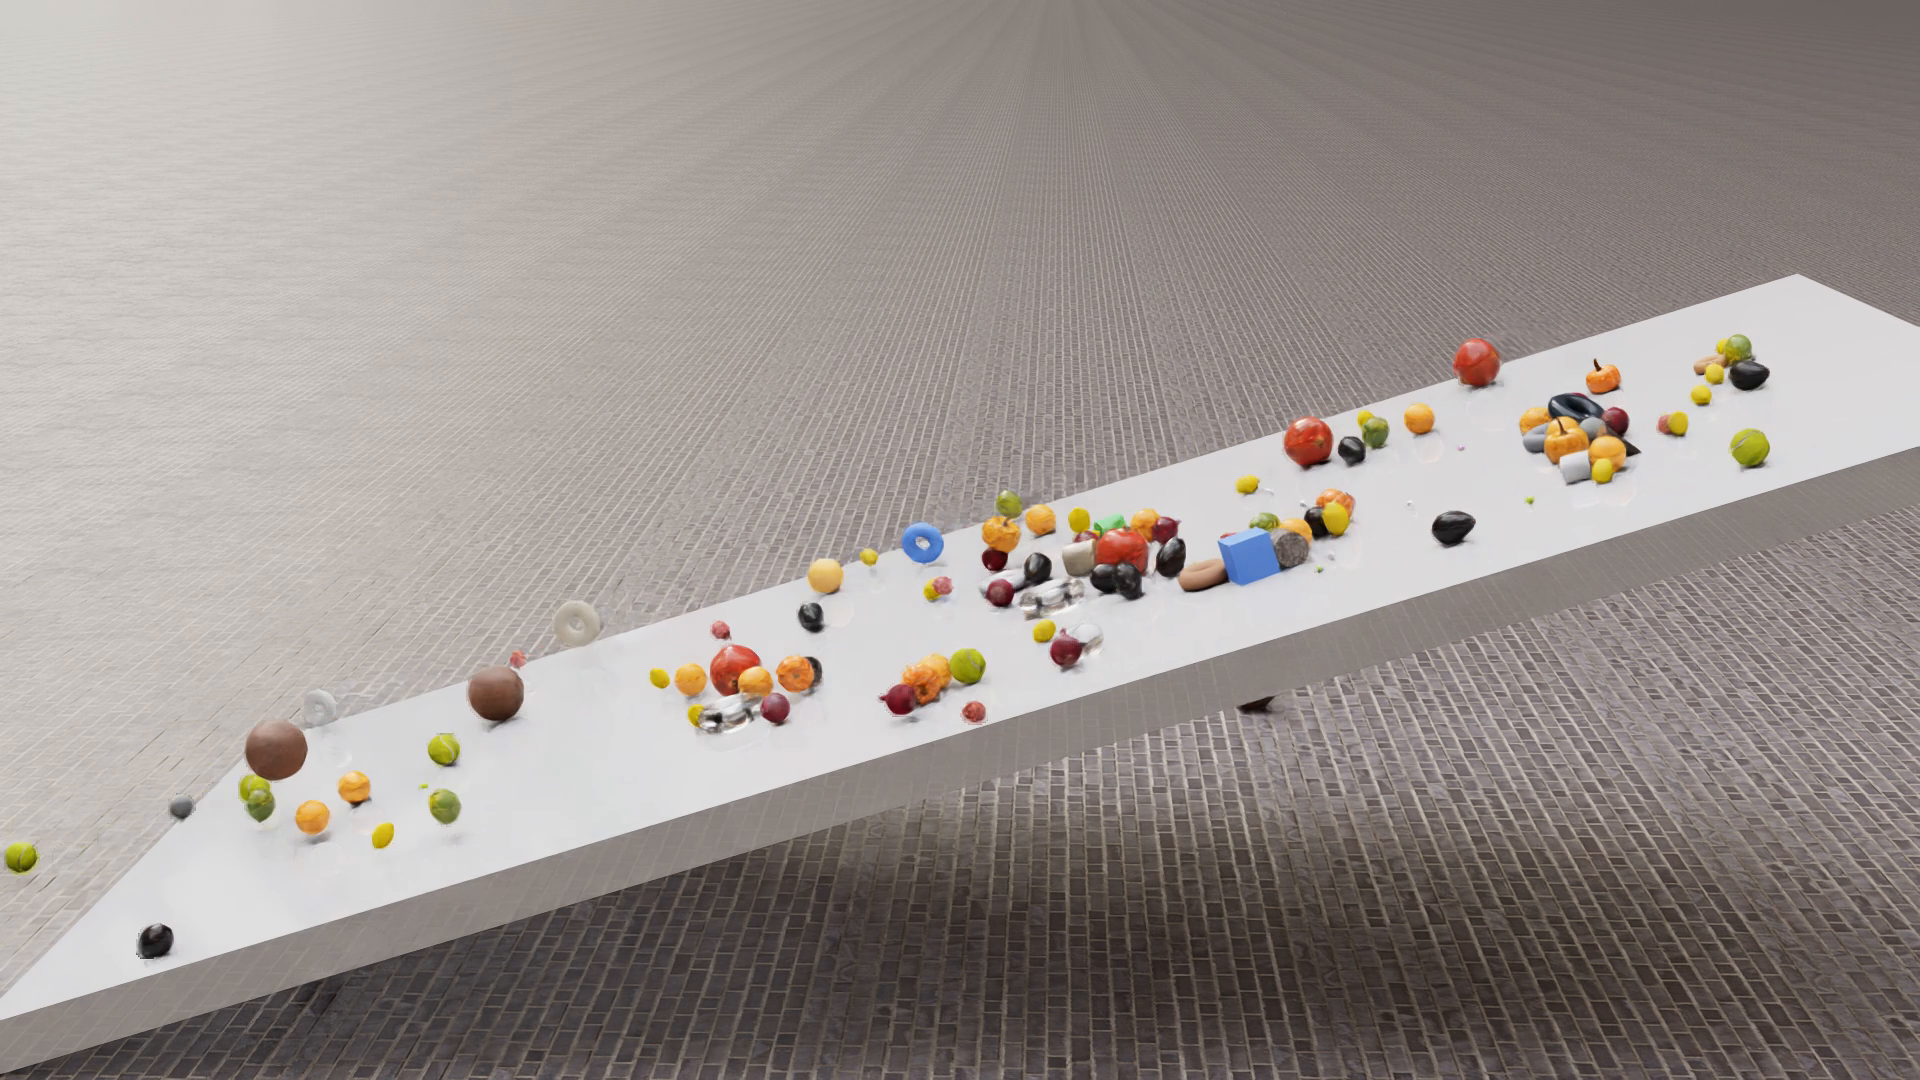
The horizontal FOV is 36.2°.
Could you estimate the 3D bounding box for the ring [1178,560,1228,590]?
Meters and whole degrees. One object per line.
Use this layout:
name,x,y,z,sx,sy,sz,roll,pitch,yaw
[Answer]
ring,0.490,0.069,5.868,0.111,0.037,0.111,-17,11,3

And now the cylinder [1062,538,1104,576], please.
cylinder,0.265,0.038,6.320,0.069,0.069,0.069,-14,6,21

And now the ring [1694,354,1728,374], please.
ring,1.617,-0.378,6.331,0.077,0.026,0.077,-17,12,4

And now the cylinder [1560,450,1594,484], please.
cylinder,1.200,-0.143,5.719,0.055,0.055,0.055,-15,7,16

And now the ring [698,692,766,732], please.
ring,-0.463,0.350,5.982,0.143,0.048,0.143,-16,11,3

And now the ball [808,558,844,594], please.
ball,-0.320,0.085,7.017,0.086,0.086,0.086,0,11,0

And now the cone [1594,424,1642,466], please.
cone,1.301,-0.180,5.788,0.086,0.086,0.086,9,11,-2

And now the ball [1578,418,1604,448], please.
ball,1.282,-0.218,5.960,0.061,0.061,0.061,0,11,0

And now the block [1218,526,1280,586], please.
block,0.569,0.032,5.792,0.084,0.084,0.084,-19,10,-8

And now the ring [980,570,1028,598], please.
ring,0.094,0.096,6.398,0.111,0.037,0.111,-17,12,4

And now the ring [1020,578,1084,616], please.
ring,0.191,0.118,6.090,0.143,0.048,0.143,-19,9,3

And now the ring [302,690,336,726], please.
ring,-1.603,0.419,7.356,0.093,0.093,0.031,3,12,15

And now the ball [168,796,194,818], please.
ball,-1.809,0.620,6.829,0.054,0.054,0.054,0,11,0

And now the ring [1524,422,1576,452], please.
ring,1.224,-0.215,6.103,0.114,0.038,0.114,-19,14,5

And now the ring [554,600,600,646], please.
ring,-0.936,0.204,7.192,0.117,0.117,0.039,3,15,12

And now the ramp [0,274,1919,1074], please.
ramp,0.099,0.183,6.312,4.000,0.100,2.000,-17,10,5

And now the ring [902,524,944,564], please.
ring,-0.088,0.008,6.961,0.102,0.102,0.034,3,21,15

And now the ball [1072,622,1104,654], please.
ball,0.243,0.186,5.601,0.060,0.060,0.060,0,11,0

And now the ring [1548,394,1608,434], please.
ring,1.277,-0.258,6.079,0.131,0.044,0.131,12,31,-7
